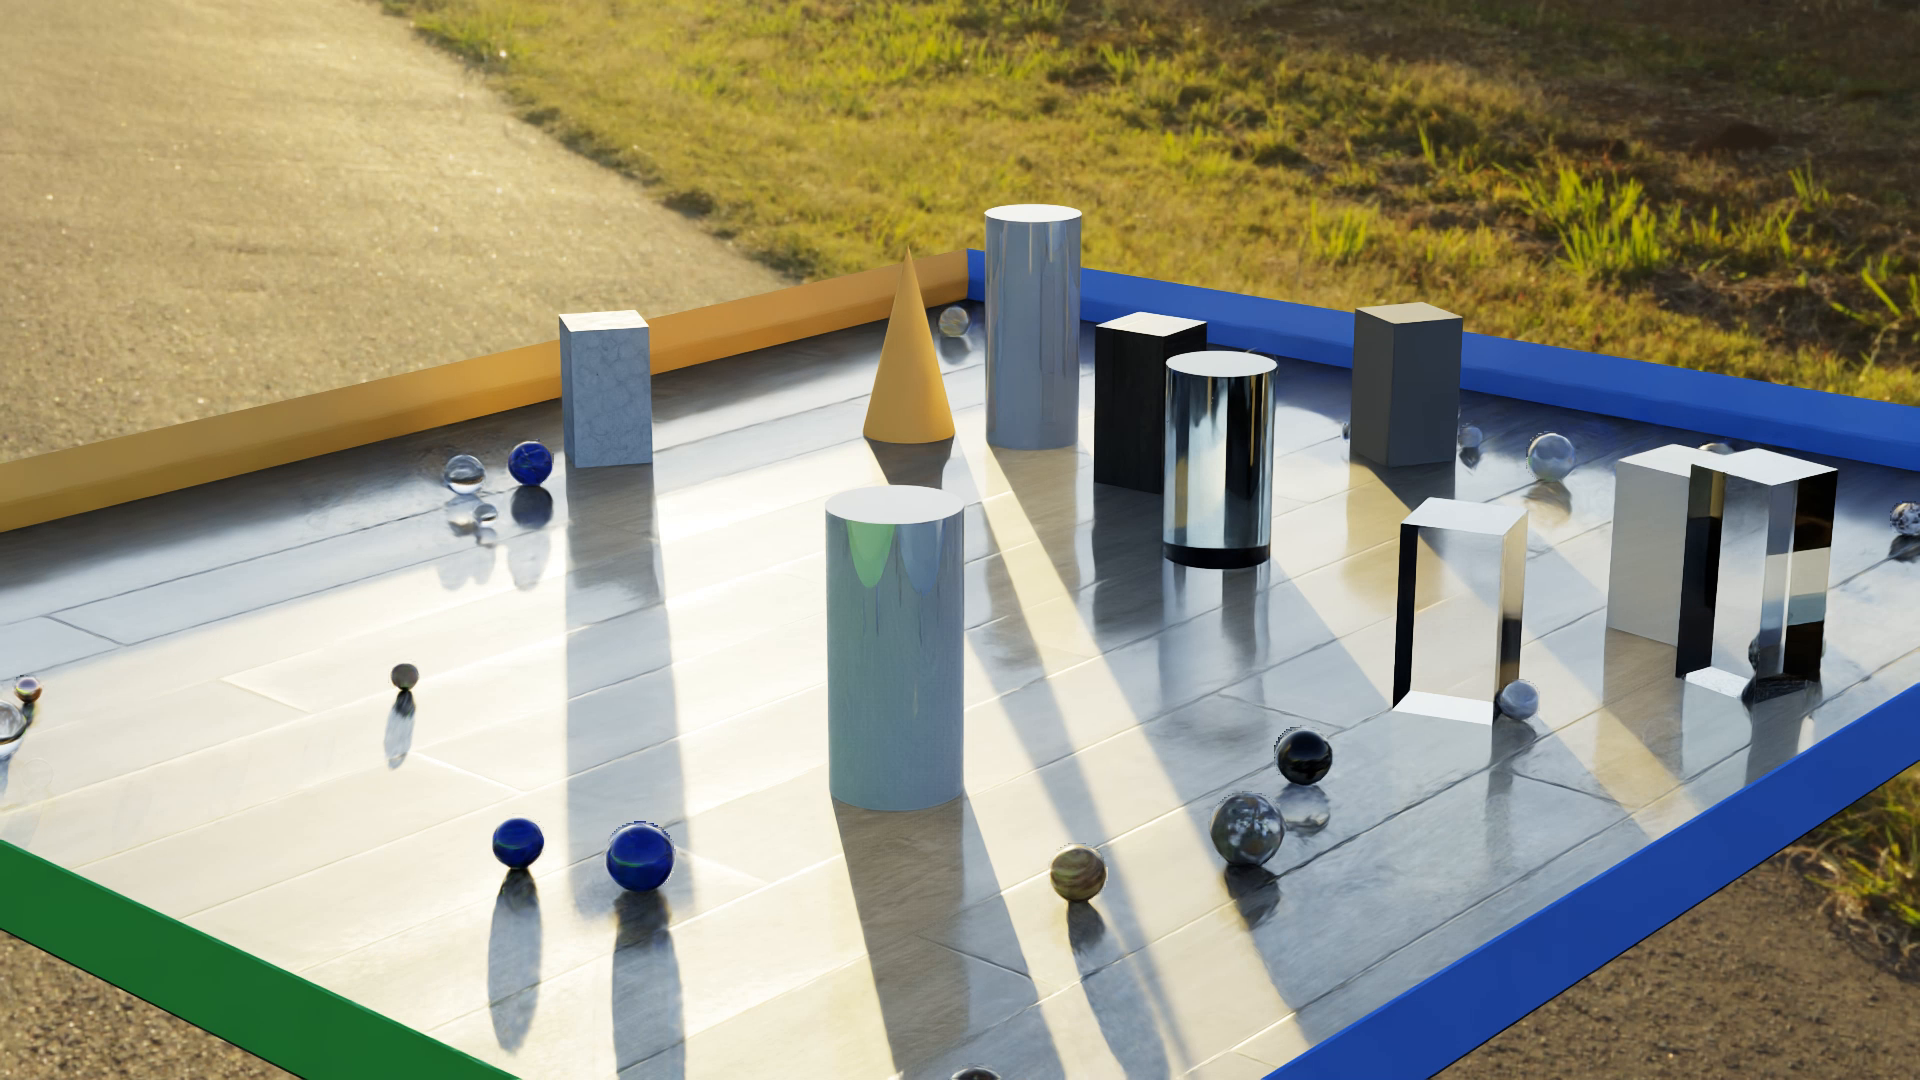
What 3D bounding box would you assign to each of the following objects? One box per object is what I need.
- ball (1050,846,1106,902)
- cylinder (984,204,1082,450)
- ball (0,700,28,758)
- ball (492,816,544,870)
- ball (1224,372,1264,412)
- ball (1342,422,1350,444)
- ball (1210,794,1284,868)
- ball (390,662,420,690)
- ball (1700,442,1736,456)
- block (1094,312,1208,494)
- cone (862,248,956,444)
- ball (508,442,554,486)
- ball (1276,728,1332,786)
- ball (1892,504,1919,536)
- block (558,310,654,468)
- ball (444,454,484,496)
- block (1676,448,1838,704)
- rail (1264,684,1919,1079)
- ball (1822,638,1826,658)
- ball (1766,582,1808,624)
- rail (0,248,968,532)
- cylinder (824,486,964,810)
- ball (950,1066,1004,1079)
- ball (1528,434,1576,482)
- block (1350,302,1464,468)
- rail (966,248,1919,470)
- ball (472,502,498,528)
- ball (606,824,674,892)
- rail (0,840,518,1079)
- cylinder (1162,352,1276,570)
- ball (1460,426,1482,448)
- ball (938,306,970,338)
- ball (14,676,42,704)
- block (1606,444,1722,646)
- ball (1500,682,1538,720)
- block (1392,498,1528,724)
[{"bbox_3d":[0.155,0.440,3.863,0.075,0.075,0.075,0,17,0],"label":"ball"},{"bbox_3d":[0.151,-0.444,6.098,0.198,0.478,0.198,0,17,0],"label":"cylinder"},{"bbox_3d":[-1.436,0.281,4.367,0.088,0.088,0.088,0,17,0],"label":"ball"},{"bbox_3d":[-0.599,0.410,3.971,0.071,0.071,0.071,0,17,0],"label":"ball"},{"bbox_3d":[0.616,-0.320,6.363,0.088,0.088,0.088,0,17,0],"label":"ball"},{"bbox_3d":[0.820,-0.222,6.105,0.050,0.050,0.050,0,17,0],"label":"ball"},{"bbox_3d":[0.389,0.394,3.974,0.099,0.099,0.099,0,17,0],"label":"ball"},{"bbox_3d":[-0.881,0.216,4.657,0.046,0.046,0.046,0,17,0],"label":"ball"},{"bbox_3d":[1.489,-0.145,5.774,0.093,0.093,0.093,0,17,0],"label":"ball"},{"bbox_3d":[0.376,-0.273,5.809,0.159,0.318,0.159,12,20,34],"label":"block"},{"bbox_3d":[-0.108,-0.423,6.160,0.198,0.402,0.198,0,17,0],"label":"cone"},{"bbox_3d":[-0.850,-0.151,5.801,0.089,0.089,0.089,0,17,0],"label":"ball"},{"bbox_3d":[0.501,0.315,4.265,0.083,0.083,0.083,0,17,0],"label":"ball"},{"bbox_3d":[1.773,-0.039,5.479,0.060,0.060,0.060,0,17,0],"label":"ball"},{"bbox_3d":[-0.724,-0.310,5.991,0.159,0.283,0.159,-5,17,-15],"label":"block"},{"bbox_3d":[-0.971,-0.128,5.740,0.080,0.080,0.080,0,17,0],"label":"ball"},{"bbox_3d":[1.262,0.055,4.653,0.159,0.357,0.159,-12,20,-34],"label":"block"},{"bbox_3d":[1.197,0.332,4.124,0.045,0.129,3.761,14,22,39],"label":"rail"},{"bbox_3d":[1.364,0.171,4.751,0.077,0.077,0.077,0,17,0],"label":"ball"},{"bbox_3d":[1.404,0.106,4.978,0.071,0.071,0.071,0,17,0],"label":"ball"},{"bbox_3d":[-1.197,-0.268,6.115,0.045,0.129,3.761,14,22,39],"label":"rail"},{"bbox_3d":[-0.093,0.153,4.207,0.198,0.426,0.198,0,17,0],"label":"cylinder"},{"bbox_3d":[0.019,0.622,3.260,0.074,0.074,0.074,0,17,0],"label":"ball"},{"bbox_3d":[1.177,-0.164,5.834,0.095,0.095,0.095,0,17,0],"label":"ball"},{"bbox_3d":[0.911,-0.319,5.997,0.159,0.298,0.159,-7,18,-21],"label":"block"},{"bbox_3d":[1.217,-0.372,6.462,3.219,0.129,0.045,14,22,39],"label":"rail"},{"bbox_3d":[-0.894,-0.047,5.528,0.047,0.047,0.047,0,17,0],"label":"ball"},{"bbox_3d":[-0.425,0.423,3.894,0.091,0.091,0.091,0,17,0],"label":"ball"},{"bbox_3d":[-1.217,0.437,3.777,3.219,0.129,0.045,14,22,39],"label":"rail"},{"bbox_3d":[0.470,-0.146,5.321,0.198,0.357,0.198,0,17,0],"label":"cylinder"},{"bbox_3d":[1.061,-0.214,6.084,0.046,0.046,0.046,0,17,0],"label":"ball"},{"bbox_3d":[-0.013,-0.524,7.064,0.075,0.075,0.075,0,17,0],"label":"ball"},{"bbox_3d":[-1.462,0.235,4.601,0.041,0.041,0.041,0,17,0],"label":"ball"},{"bbox_3d":[1.207,0.008,4.922,0.159,0.291,0.159,-14,22,-40],"label":"block"},{"bbox_3d":[0.863,0.249,4.524,0.060,0.060,0.060,0,17,0],"label":"ball"},{"bbox_3d":[0.779,0.109,4.566,0.159,0.304,0.159,8,18,24],"label":"block"}]
